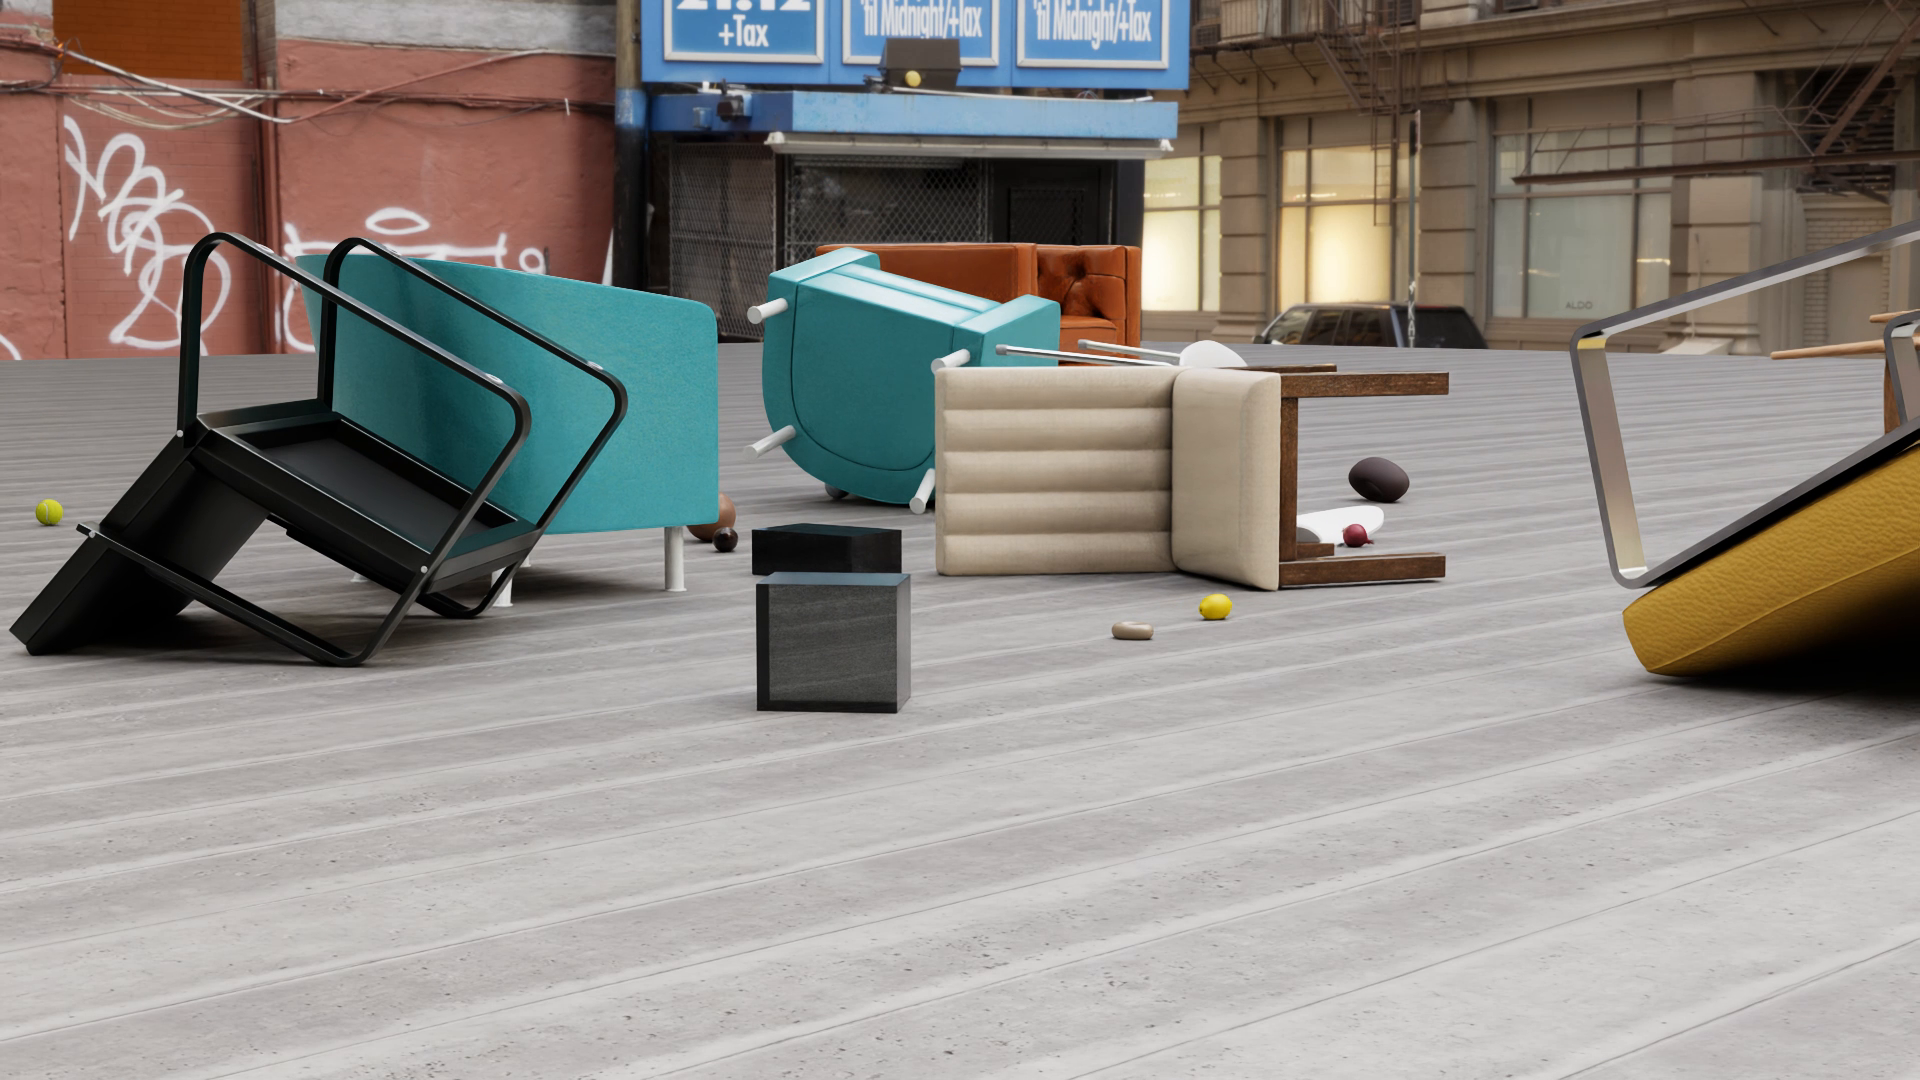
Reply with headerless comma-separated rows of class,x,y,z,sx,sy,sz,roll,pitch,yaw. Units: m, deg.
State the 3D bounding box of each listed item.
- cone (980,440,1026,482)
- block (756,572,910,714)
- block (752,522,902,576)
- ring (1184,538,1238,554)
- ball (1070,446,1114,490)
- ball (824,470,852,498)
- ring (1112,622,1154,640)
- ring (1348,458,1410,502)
cone,0.134,-0.225,8.283,0.154,0.155,0.115,32,36,-20
block,-0.193,0.156,3.949,0.215,0.195,0.157,1,6,6
block,-0.294,0.027,5.661,0.278,0.100,0.181,4,7,35
ring,0.600,0.015,6.134,0.130,0.029,0.102,0,7,3
ball,0.405,-0.222,7.903,0.136,0.136,0.136,0,6,0
ball,-0.360,-0.164,7.601,0.082,0.082,0.082,0,6,0
ring,0.314,0.165,4.673,0.081,0.028,0.061,3,8,30
ring,1.227,-0.175,7.515,0.095,0.123,0.210,-39,31,-19
